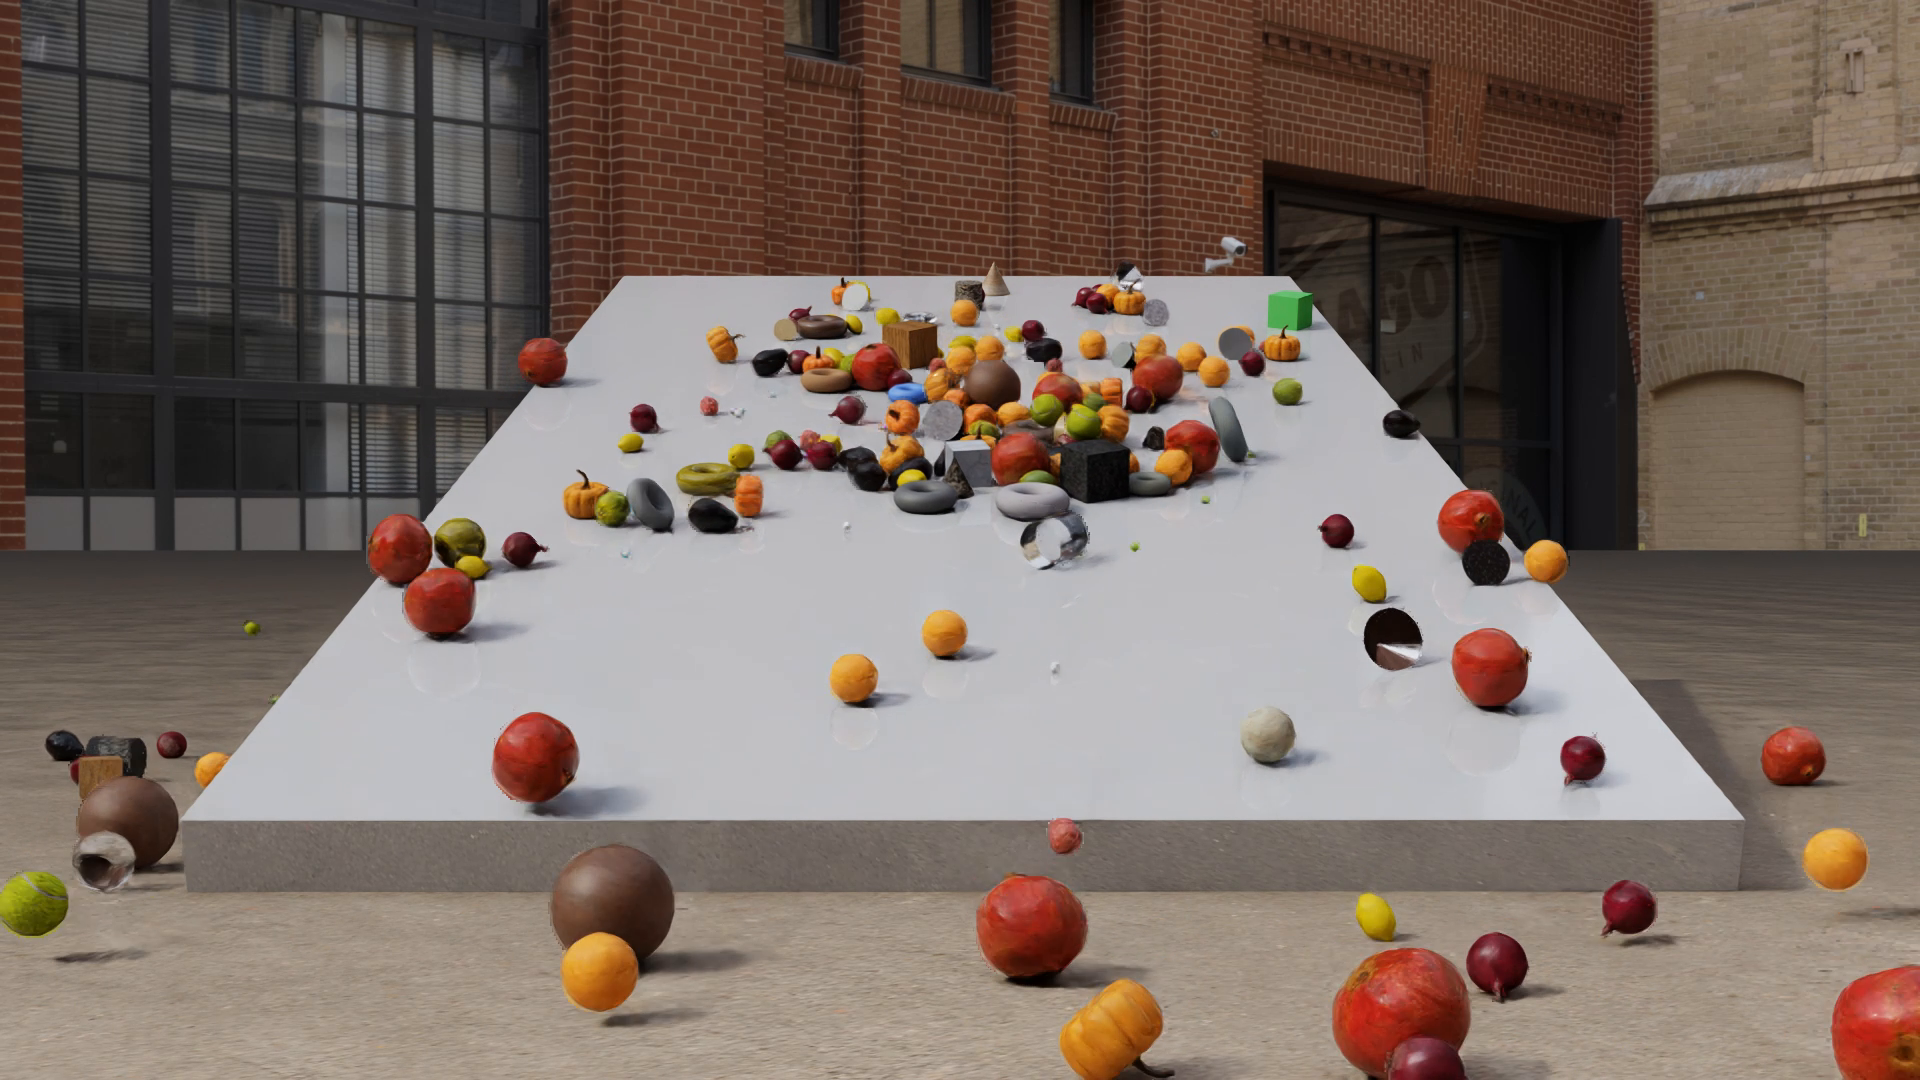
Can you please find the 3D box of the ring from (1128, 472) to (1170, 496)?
[{"bbox_3d":[0.364,-0.110,4.335,0.097,0.032,0.097,-1,17,0],"label":"ring"}]

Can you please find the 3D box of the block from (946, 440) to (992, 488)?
[{"bbox_3d":[0.016,-0.150,4.390,0.077,0.077,0.077,-4,17,-12],"label":"block"}]

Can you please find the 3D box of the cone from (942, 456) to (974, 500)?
[{"bbox_3d":[-0.010,-0.126,4.310,0.076,0.076,0.076,0,17,0],"label":"cone"}]

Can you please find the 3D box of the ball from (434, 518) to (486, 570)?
[{"bbox_3d":[-0.865,0.007,3.840,0.091,0.091,0.091,0,0,0],"label":"ball"}]

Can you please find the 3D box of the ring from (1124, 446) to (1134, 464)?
[{"bbox_3d":[0.287,-0.166,4.501,0.131,0.044,0.131,-2,15,0],"label":"ring"}]

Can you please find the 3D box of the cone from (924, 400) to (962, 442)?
[{"bbox_3d":[-0.016,-0.244,4.765,0.092,0.092,0.092,0,-12,25],"label":"cone"}]

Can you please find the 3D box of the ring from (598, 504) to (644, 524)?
[{"bbox_3d":[-0.618,-0.046,4.174,0.128,0.043,0.128,1,2,0],"label":"ring"}]

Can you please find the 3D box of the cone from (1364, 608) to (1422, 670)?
[{"bbox_3d":[0.646,0.160,3.418,0.097,0.097,0.097,0,-10,-15],"label":"cone"}]

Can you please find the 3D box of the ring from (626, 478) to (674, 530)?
[{"bbox_3d":[-0.571,-0.067,4.089,0.036,0.109,0.109,-34,-14,21],"label":"ring"}]

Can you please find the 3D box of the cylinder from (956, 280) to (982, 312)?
[{"bbox_3d":[0.024,-0.676,6.144,0.075,0.075,0.075,0,17,0],"label":"cylinder"}]

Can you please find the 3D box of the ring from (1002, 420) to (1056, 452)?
[{"bbox_3d":[0.157,-0.220,4.679,0.141,0.047,0.141,1,16,0],"label":"ring"}]

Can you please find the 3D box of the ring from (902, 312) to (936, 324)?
[{"bbox_3d":[-0.109,-0.590,5.934,0.093,0.031,0.093,-1,17,0],"label":"ring"}]

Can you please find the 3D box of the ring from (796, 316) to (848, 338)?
[{"bbox_3d":[-0.362,-0.558,5.803,0.137,0.046,0.137,0,16,0],"label":"ring"}]

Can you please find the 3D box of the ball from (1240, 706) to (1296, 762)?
[{"bbox_3d":[0.418,0.264,3.015,0.076,0.076,0.076,0,0,0],"label":"ball"}]

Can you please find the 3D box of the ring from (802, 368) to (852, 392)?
[{"bbox_3d":[-0.312,-0.374,5.199,0.121,0.040,0.121,1,17,0],"label":"ring"}]

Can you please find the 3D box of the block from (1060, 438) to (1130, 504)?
[{"bbox_3d":[0.261,-0.134,4.303,0.097,0.097,0.097,-9,19,-28],"label":"block"}]

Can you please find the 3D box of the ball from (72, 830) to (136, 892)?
[{"bbox_3d":[-1.106,0.415,2.866,0.078,0.078,0.078,0,0,0],"label":"ball"}]

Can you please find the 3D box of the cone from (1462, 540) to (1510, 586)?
[{"bbox_3d":[0.895,0.046,3.812,0.081,0.081,0.081,0,-10,-1],"label":"cone"}]

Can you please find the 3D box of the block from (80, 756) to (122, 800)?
[{"bbox_3d":[-1.527,0.422,3.941,0.068,0.068,0.068,0,0,-25],"label":"block"}]

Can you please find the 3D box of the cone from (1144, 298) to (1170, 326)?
[{"bbox_3d":[0.511,-0.601,5.965,0.078,0.078,0.078,0,-11,-23],"label":"cone"}]

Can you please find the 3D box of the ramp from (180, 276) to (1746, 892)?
[{"bbox_3d":[-0.003,-0.170,4.762,2.000,0.100,4.000,0,17,0],"label":"ramp"}]

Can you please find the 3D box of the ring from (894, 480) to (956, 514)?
[{"bbox_3d":[-0.066,-0.082,4.228,0.122,0.041,0.122,0,18,0],"label":"ring"}]

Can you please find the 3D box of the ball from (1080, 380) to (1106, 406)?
[{"bbox_3d":[0.300,-0.335,5.037,0.060,0.060,0.060,0,0,0],"label":"ball"}]

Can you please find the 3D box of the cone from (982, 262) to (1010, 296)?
[{"bbox_3d":[0.098,-0.756,6.378,0.094,0.094,0.094,0,17,0],"label":"cone"}]

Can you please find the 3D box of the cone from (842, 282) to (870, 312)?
[{"bbox_3d":[-0.271,-0.662,6.164,0.082,0.082,0.082,0,-12,28],"label":"cone"}]

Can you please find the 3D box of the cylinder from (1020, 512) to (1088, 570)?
[{"bbox_3d":[0.165,0.001,3.873,0.085,0.085,0.085,0,13,37],"label":"cylinder"}]

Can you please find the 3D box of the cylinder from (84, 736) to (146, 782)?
[{"bbox_3d":[-1.594,0.413,4.185,0.083,0.083,0.083,2,0,6],"label":"cylinder"}]

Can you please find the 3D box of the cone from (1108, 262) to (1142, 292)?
[{"bbox_3d":[0.460,-0.747,6.439,0.095,0.095,0.095,0,-14,-39],"label":"cone"}]

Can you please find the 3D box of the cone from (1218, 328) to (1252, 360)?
[{"bbox_3d":[0.687,-0.480,5.558,0.083,0.083,0.083,0,-11,5],"label":"cone"}]

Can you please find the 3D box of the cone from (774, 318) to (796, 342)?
[{"bbox_3d":[-0.452,-0.538,5.768,0.060,0.060,0.060,0,-10,0],"label":"cone"}]

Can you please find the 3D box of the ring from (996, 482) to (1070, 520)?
[{"bbox_3d":[0.137,-0.074,4.191,0.141,0.047,0.141,1,16,0],"label":"ring"}]

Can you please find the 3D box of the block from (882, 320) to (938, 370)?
[{"bbox_3d":[-0.123,-0.480,5.456,0.096,0.096,0.096,16,23,42],"label":"block"}]

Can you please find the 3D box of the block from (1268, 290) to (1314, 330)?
[{"bbox_3d":[0.881,-0.612,5.914,0.087,0.087,0.087,12,20,34],"label":"block"}]

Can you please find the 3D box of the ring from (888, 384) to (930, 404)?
[{"bbox_3d":[-0.117,-0.335,5.083,0.097,0.032,0.097,-1,18,0],"label":"ring"}]

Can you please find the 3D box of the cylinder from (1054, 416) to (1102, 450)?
[{"bbox_3d":[0.246,-0.218,4.621,0.074,0.074,0.074,11,5,29],"label":"cylinder"}]
